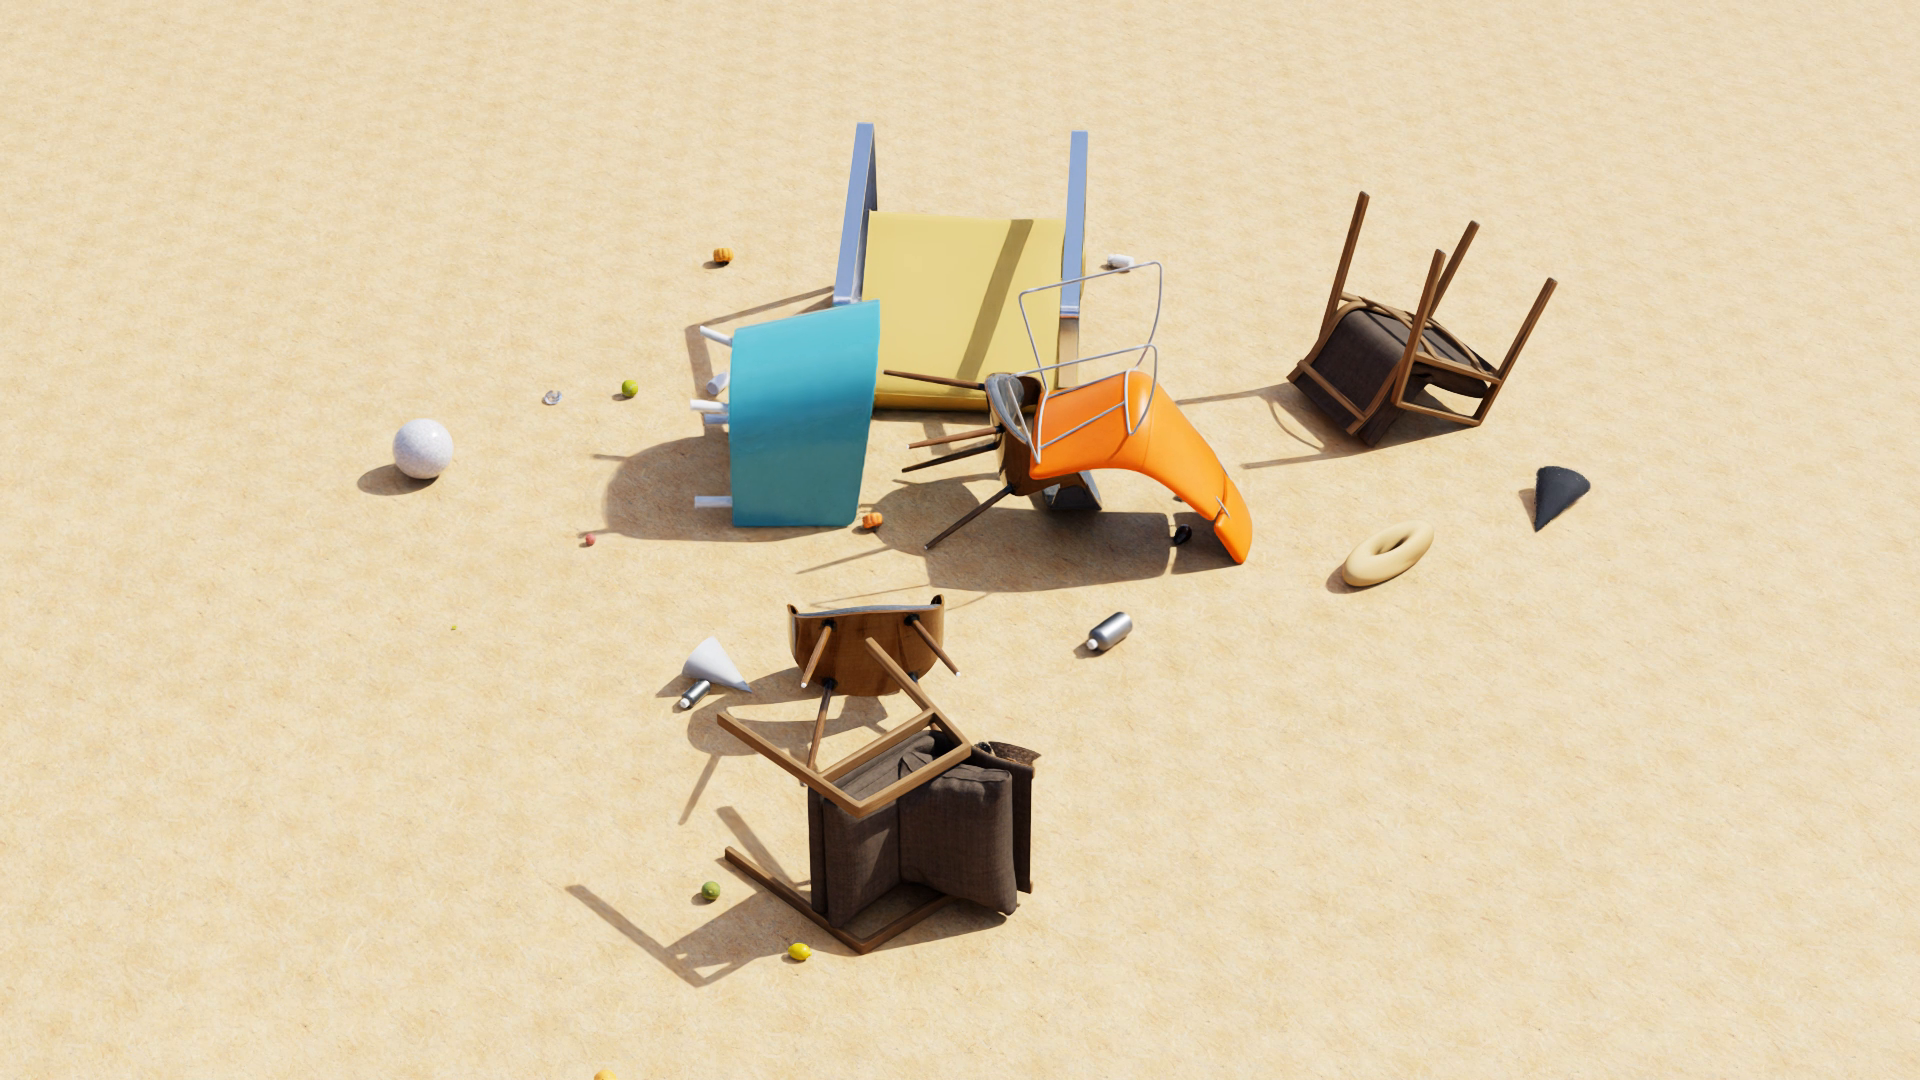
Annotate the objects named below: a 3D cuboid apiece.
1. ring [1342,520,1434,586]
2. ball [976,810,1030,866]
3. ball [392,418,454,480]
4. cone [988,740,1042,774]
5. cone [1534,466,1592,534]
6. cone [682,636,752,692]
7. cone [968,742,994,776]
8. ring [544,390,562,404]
[{"bbox_3d":[1.576,0.046,10.778,0.483,0.108,0.184,-28,41,-35],"label":"ring"},{"bbox_3d":[0.137,0.949,9.344,0.175,0.175,0.175,0,33,0],"label":"ball"},{"bbox_3d":[-2.064,-0.350,11.263,0.234,0.234,0.234,0,33,0],"label":"ball"},{"bbox_3d":[0.171,0.739,9.763,0.188,0.181,0.094,12,79,14],"label":"cone"},{"bbox_3d":[2.227,-0.126,11.077,0.217,0.129,0.317,15,48,25],"label":"cone"},{"bbox_3d":[-0.810,0.466,10.163,0.234,0.158,0.238,33,18,11],"label":"cone"},{"bbox_3d":[0.090,0.737,9.787,0.067,0.107,0.119,23,22,-46],"label":"cone"},{"bbox_3d":[-1.636,-0.576,11.797,0.071,0.024,0.096,-1,33,0],"label":"ring"}]
